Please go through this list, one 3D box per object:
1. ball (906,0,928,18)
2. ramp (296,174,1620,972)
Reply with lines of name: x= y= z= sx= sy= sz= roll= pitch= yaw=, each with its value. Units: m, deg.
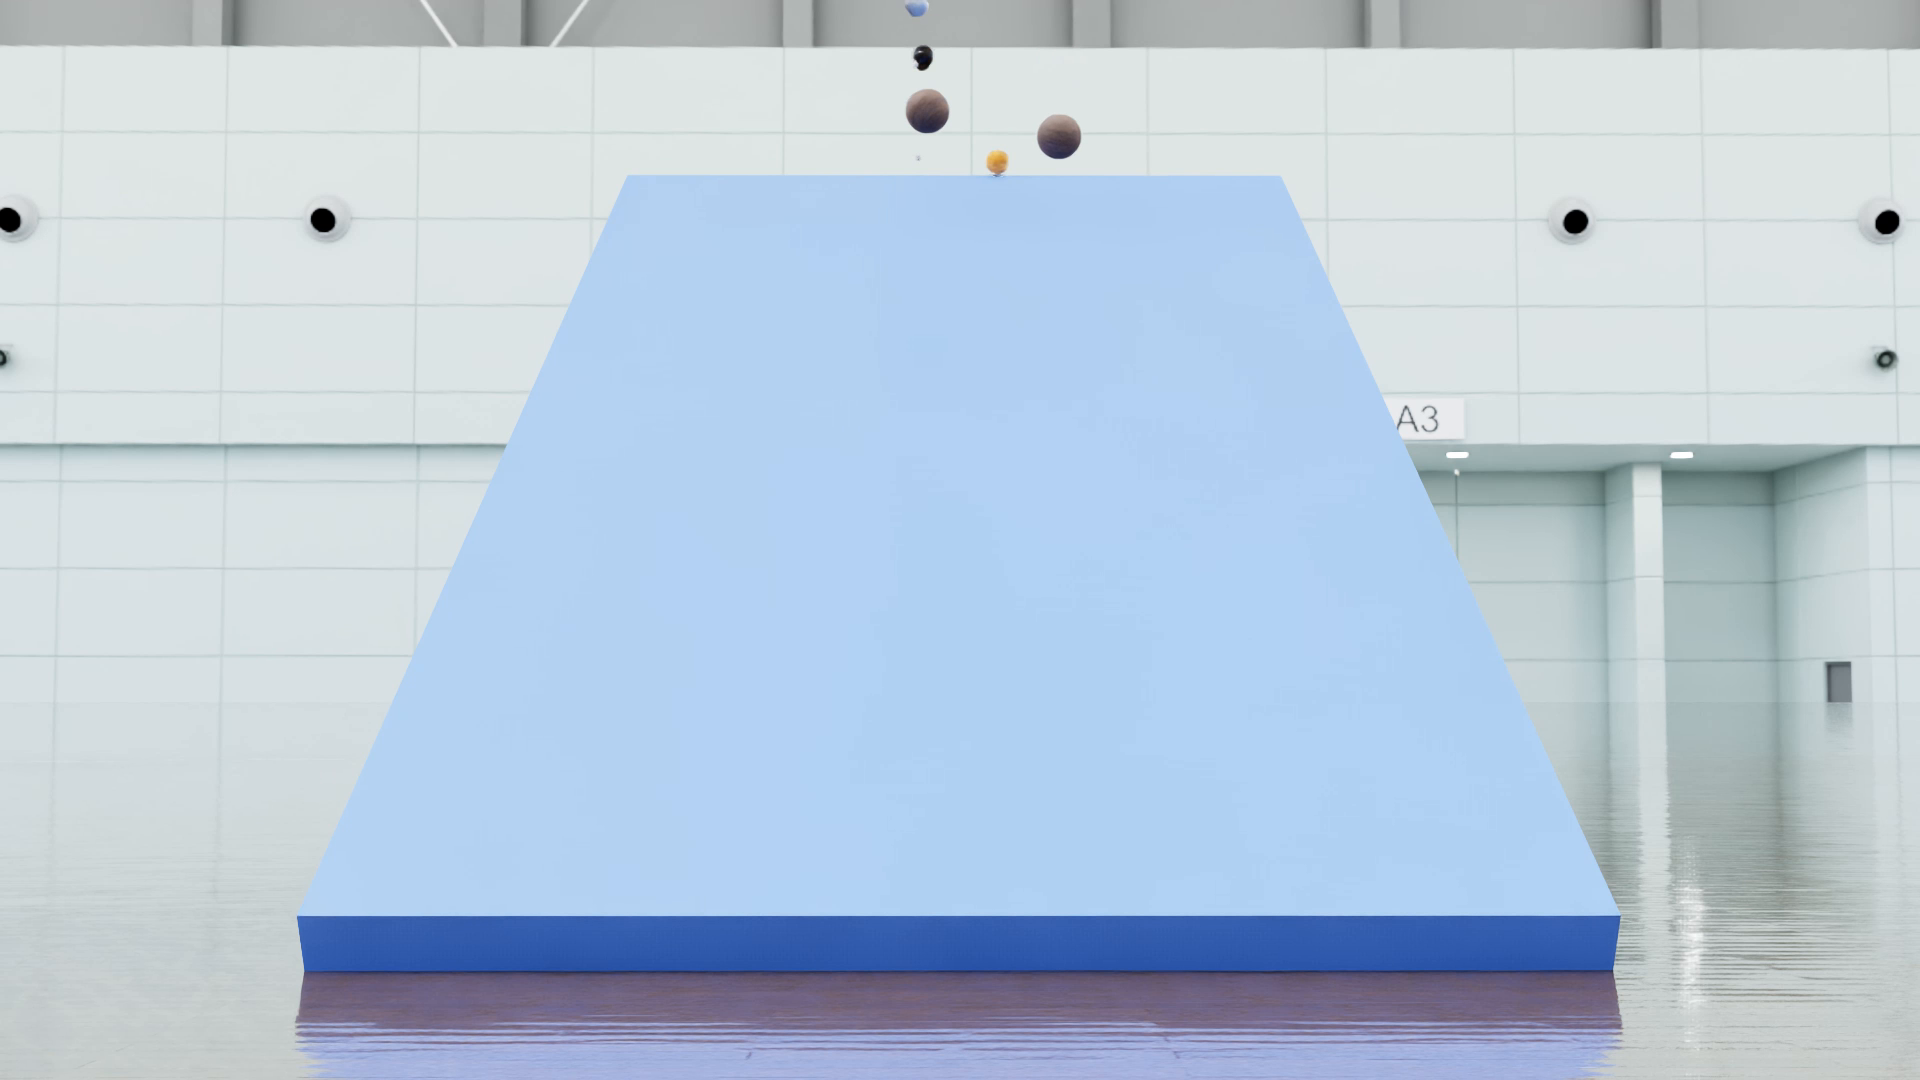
ball: x=-0.127 y=-1.570 z=6.867 sx=0.068 sy=0.068 sz=0.068 roll=0 pitch=-4 yaw=0
ramp: x=-0.009 y=-0.229 z=5.369 sx=2.000 sy=0.100 sz=4.000 roll=0 pitch=25 yaw=0
